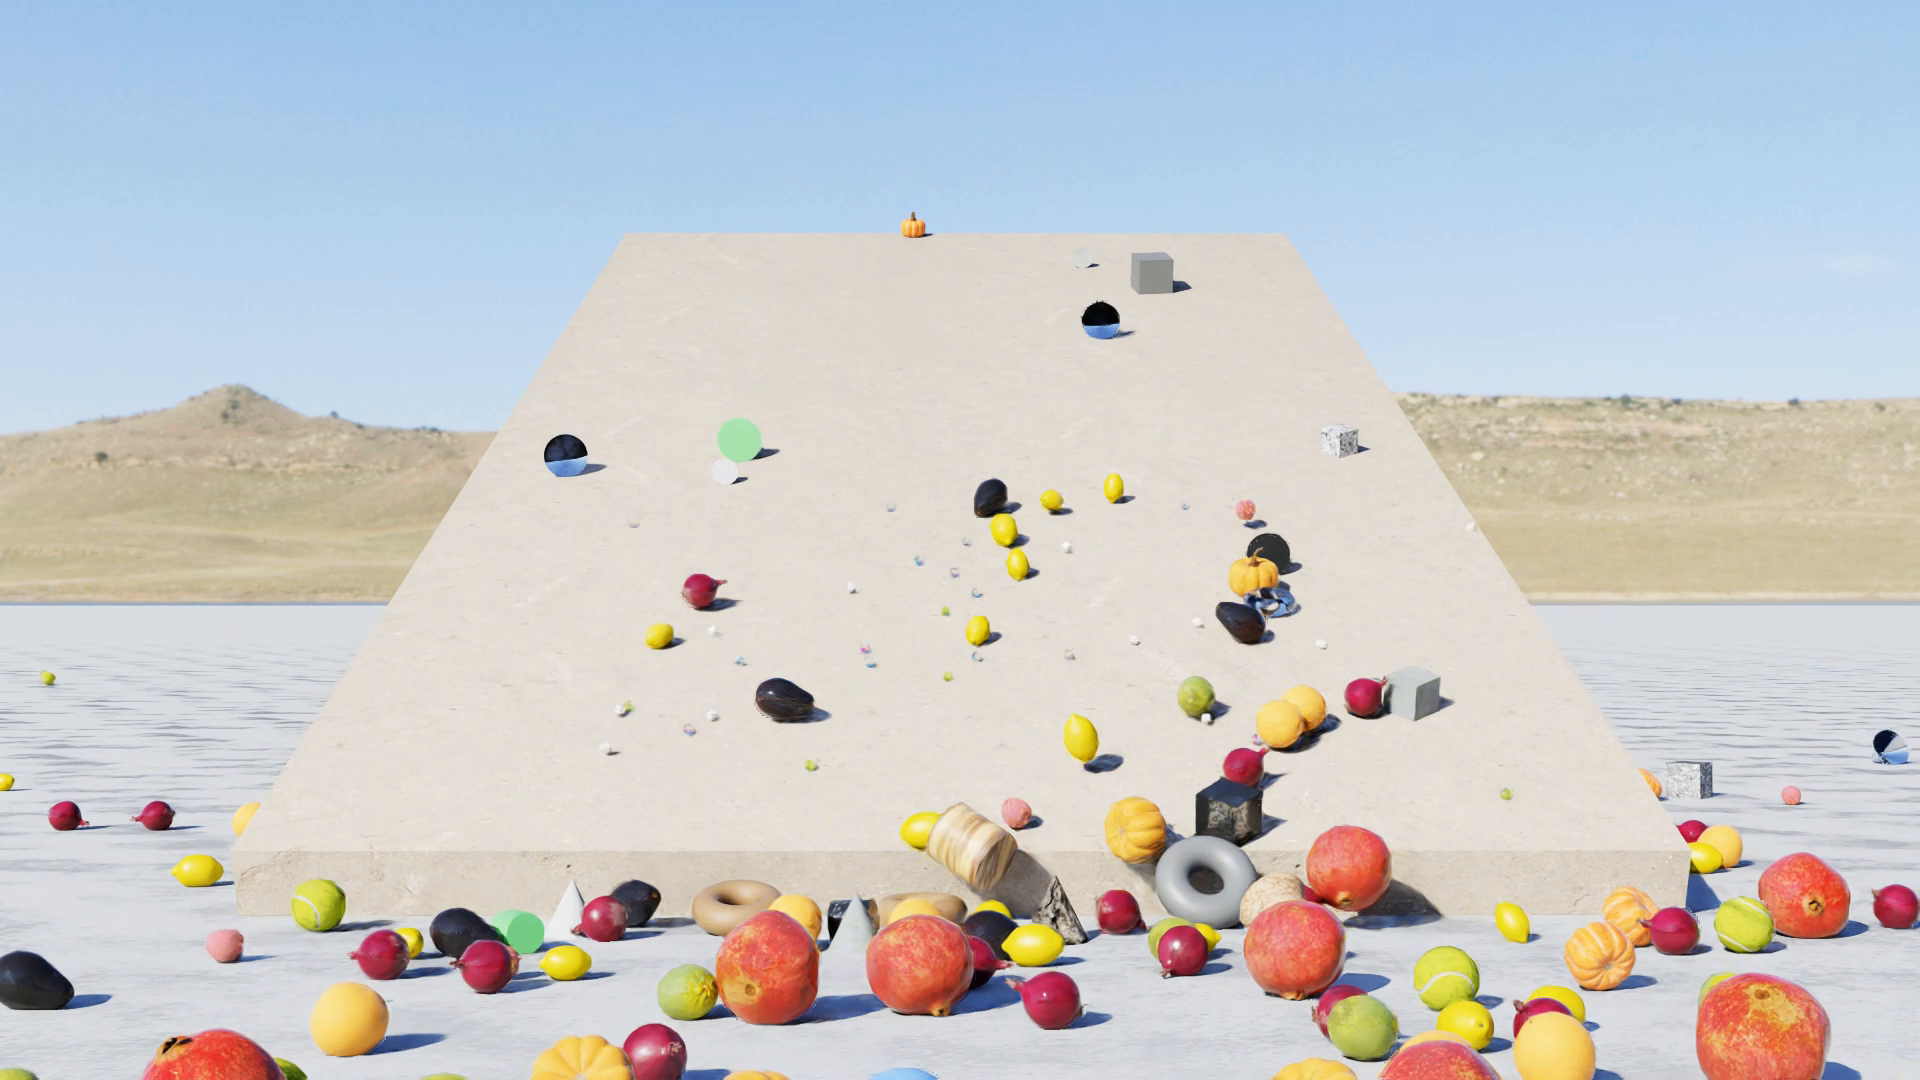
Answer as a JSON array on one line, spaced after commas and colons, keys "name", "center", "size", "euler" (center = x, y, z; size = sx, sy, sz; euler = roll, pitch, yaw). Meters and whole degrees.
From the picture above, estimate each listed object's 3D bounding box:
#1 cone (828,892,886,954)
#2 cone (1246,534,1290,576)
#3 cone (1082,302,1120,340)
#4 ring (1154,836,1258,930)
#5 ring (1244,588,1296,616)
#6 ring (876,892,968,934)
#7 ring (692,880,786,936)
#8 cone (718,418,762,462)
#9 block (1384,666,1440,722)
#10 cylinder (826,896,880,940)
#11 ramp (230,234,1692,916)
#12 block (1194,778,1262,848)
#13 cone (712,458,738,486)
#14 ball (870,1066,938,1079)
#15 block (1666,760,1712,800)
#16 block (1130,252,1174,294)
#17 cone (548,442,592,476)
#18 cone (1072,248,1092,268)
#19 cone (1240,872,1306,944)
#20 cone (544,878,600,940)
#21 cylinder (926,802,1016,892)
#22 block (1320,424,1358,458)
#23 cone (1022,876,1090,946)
[{"name": "cone", "center": [-0.129, 0.475, 2.827], "size": [0.074, 0.074, 0.074], "euler": [0, -1, 0]}, {"name": "cone", "center": [0.560, 0.031, 4.142], "size": [0.080, 0.080, 0.080], "euler": [0, -7, 2]}, {"name": "cone", "center": [0.355, -0.545, 5.731], "size": [0.095, 0.095, 0.095], "euler": [0, -7, 1]}, {"name": "ring", "center": [0.331, 0.459, 3.033], "size": [0.141, 0.141, 0.047], "euler": [0, -41, -4]}, {"name": "ring", "center": [0.539, 0.107, 3.940], "size": [0.092, 0.031, 0.092], "euler": [1, 19, 0]}, {"name": "ring", "center": [-0.052, 0.495, 3.008], "size": [0.127, 0.042, 0.127], "euler": [-1, 0, 0]}, {"name": "ring", "center": [-0.291, 0.485, 2.981], "size": [0.125, 0.042, 0.125], "euler": [1, 15, 0]}, {"name": "cone", "center": [-0.470, -0.204, 4.781], "size": [0.093, 0.093, 0.093], "euler": [0, -7, -11]}, {"name": "block", "center": [0.705, 0.239, 3.530], "size": [0.060, 0.060, 0.060], "euler": [-17, 26, -38]}, {"name": "cylinder", "center": [-0.136, 0.484, 2.881], "size": [0.053, 0.053, 0.053], "euler": [-10, -4, 14]}, {"name": "ramp", "center": [-0.005, -0.205, 4.997], "size": [2.000, 0.100, 4.000], "euler": [0, 20, 0]}, {"name": "block", "center": [0.372, 0.379, 3.132], "size": [0.066, 0.066, 0.066], "euler": [15, 25, 36]}, {"name": "cone", "center": [-0.482, -0.135, 4.615], "size": [0.054, 0.054, 0.054], "euler": [0, -7, -10]}, {"name": "ball", "center": [-0.042, 0.439, 1.699], "size": [0.085, 0.085, 0.085], "euler": [0, -1, 0]}, {"name": "block", "center": [1.611, 0.530, 5.000], "size": [0.077, 0.077, 0.077], "euler": [-1, -2, 38]}, {"name": "block", "center": [0.522, -0.726, 6.159], "size": [0.094, 0.094, 0.094], "euler": [-3, 20, -9]}, {"name": "cone", "center": [-0.815, -0.167, 4.682], "size": [0.089, 0.089, 0.089], "euler": [1, 11, -19]}, {"name": "cone", "center": [0.351, -0.798, 6.457], "size": [0.059, 0.059, 0.059], "euler": [0, -7, 6]}, {"name": "cone", "center": [0.423, 0.492, 2.906], "size": [0.095, 0.095, 0.095], "euler": [1, 25, -22]}, {"name": "cone", "center": [-0.506, 0.478, 2.953], "size": [0.075, 0.075, 0.075], "euler": [0, -1, 0]}, {"name": "cylinder", "center": [0.015, 0.413, 3.048], "size": [0.087, 0.087, 0.087], "euler": [31, 15, 29]}, {"name": "block", "center": [0.802, -0.210, 4.786], "size": [0.055, 0.055, 0.055], "euler": [-14, 24, -35]}, {"name": "cone", "center": [0.123, 0.471, 2.902], "size": [0.086, 0.086, 0.086], "euler": [0, -1, 0]}]
